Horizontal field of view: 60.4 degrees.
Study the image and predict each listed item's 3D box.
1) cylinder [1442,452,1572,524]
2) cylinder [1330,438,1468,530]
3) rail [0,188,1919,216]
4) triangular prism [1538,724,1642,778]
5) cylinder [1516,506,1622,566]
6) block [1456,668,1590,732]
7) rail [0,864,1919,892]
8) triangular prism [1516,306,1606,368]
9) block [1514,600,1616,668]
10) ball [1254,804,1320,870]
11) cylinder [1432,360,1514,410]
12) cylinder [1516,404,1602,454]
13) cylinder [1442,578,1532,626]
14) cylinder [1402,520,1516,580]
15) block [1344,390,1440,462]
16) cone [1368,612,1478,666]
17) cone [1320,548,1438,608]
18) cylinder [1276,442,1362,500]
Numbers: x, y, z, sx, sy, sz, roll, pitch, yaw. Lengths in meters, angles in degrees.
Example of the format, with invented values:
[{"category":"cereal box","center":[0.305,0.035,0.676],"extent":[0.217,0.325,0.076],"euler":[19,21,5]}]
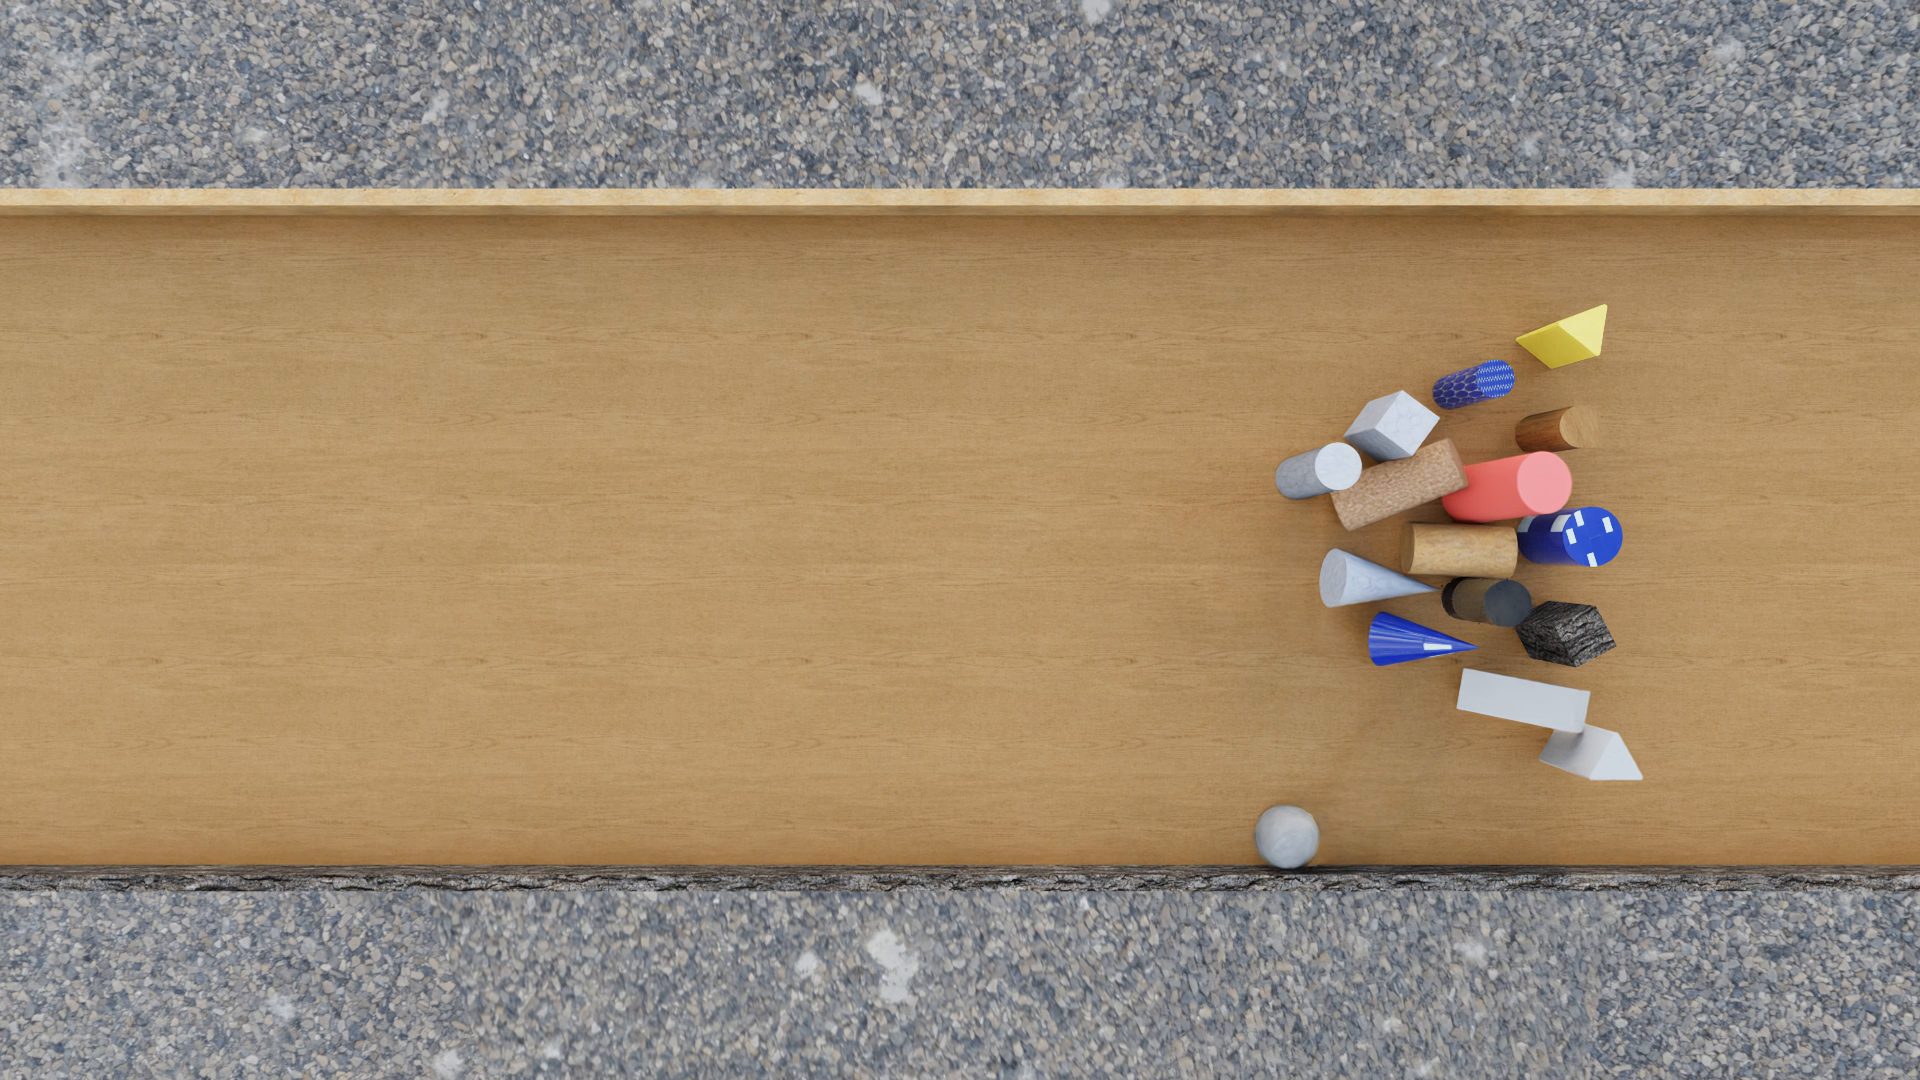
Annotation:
[{"category":"cylinder","center":[1.605,-0.150,4.863],"extent":[0.178,0.393,0.178],"euler":[1,86,-15]},{"category":"cylinder","center":[1.311,-0.165,4.933],"extent":[0.369,0.157,0.157],"euler":[-23,90,23]},{"category":"rail","center":[-2.247,-1.025,5.002],"extent":[12.000,0.150,0.050],"euler":[0,90,0]},{"category":"triangular prism","center":[1.858,0.612,4.877],"extent":[0.150,0.396,0.130],"euler":[0,90,-1]},{"category":"cylinder","center":[1.797,-0.010,4.880],"extent":[0.170,0.392,0.170],"euler":[0,90,0]},{"category":"block","center":[1.680,0.478,4.926],"extent":[0.341,0.124,0.124],"euler":[10,90,36]},{"category":"rail","center":[-2.247,1.025,5.001],"extent":[12.000,0.150,0.050],"euler":[0,90,0]},{"category":"triangular prism","center":[1.806,-0.622,4.894],"extent":[0.146,0.365,0.126],"euler":[39,90,0]},{"category":"block","center":[1.782,0.275,4.885],"extent":[0.131,0.382,0.131],"euler":[-28,90,0]},{"category":"ball","center":[0.988,0.896,4.980],"extent":[0.193,0.193,0.193],"euler":[0,90,0]},{"category":"cylinder","center":[1.507,-0.454,4.858],"extent":[0.107,0.436,0.107],"euler":[0,90,0]},{"category":"cylinder","center":[1.770,-0.324,4.888],"extent":[0.123,0.377,0.123],"euler":[0,90,0]},{"category":"cylinder","center":[1.546,0.179,4.861],"extent":[0.133,0.429,0.133],"euler":[0,90,1]},{"category":"cylinder","center":[1.509,0.030,4.997],"extent":[0.307,0.160,0.160],"euler":[6,90,6]},{"category":"block","center":[1.272,-0.333,4.882],"extent":[0.133,0.389,0.133],"euler":[36,90,0]},{"category":"cone","center":[1.400,0.307,4.908],"extent":[0.316,0.168,0.168],"euler":[3,90,42]},{"category":"cone","center":[1.304,0.135,5.033],"extent":[0.365,0.179,0.179],"euler":[6,90,-14]},{"category":"cylinder","center":[1.049,-0.199,4.852],"extent":[0.134,0.441,0.134],"euler":[0,88,-4]}]
